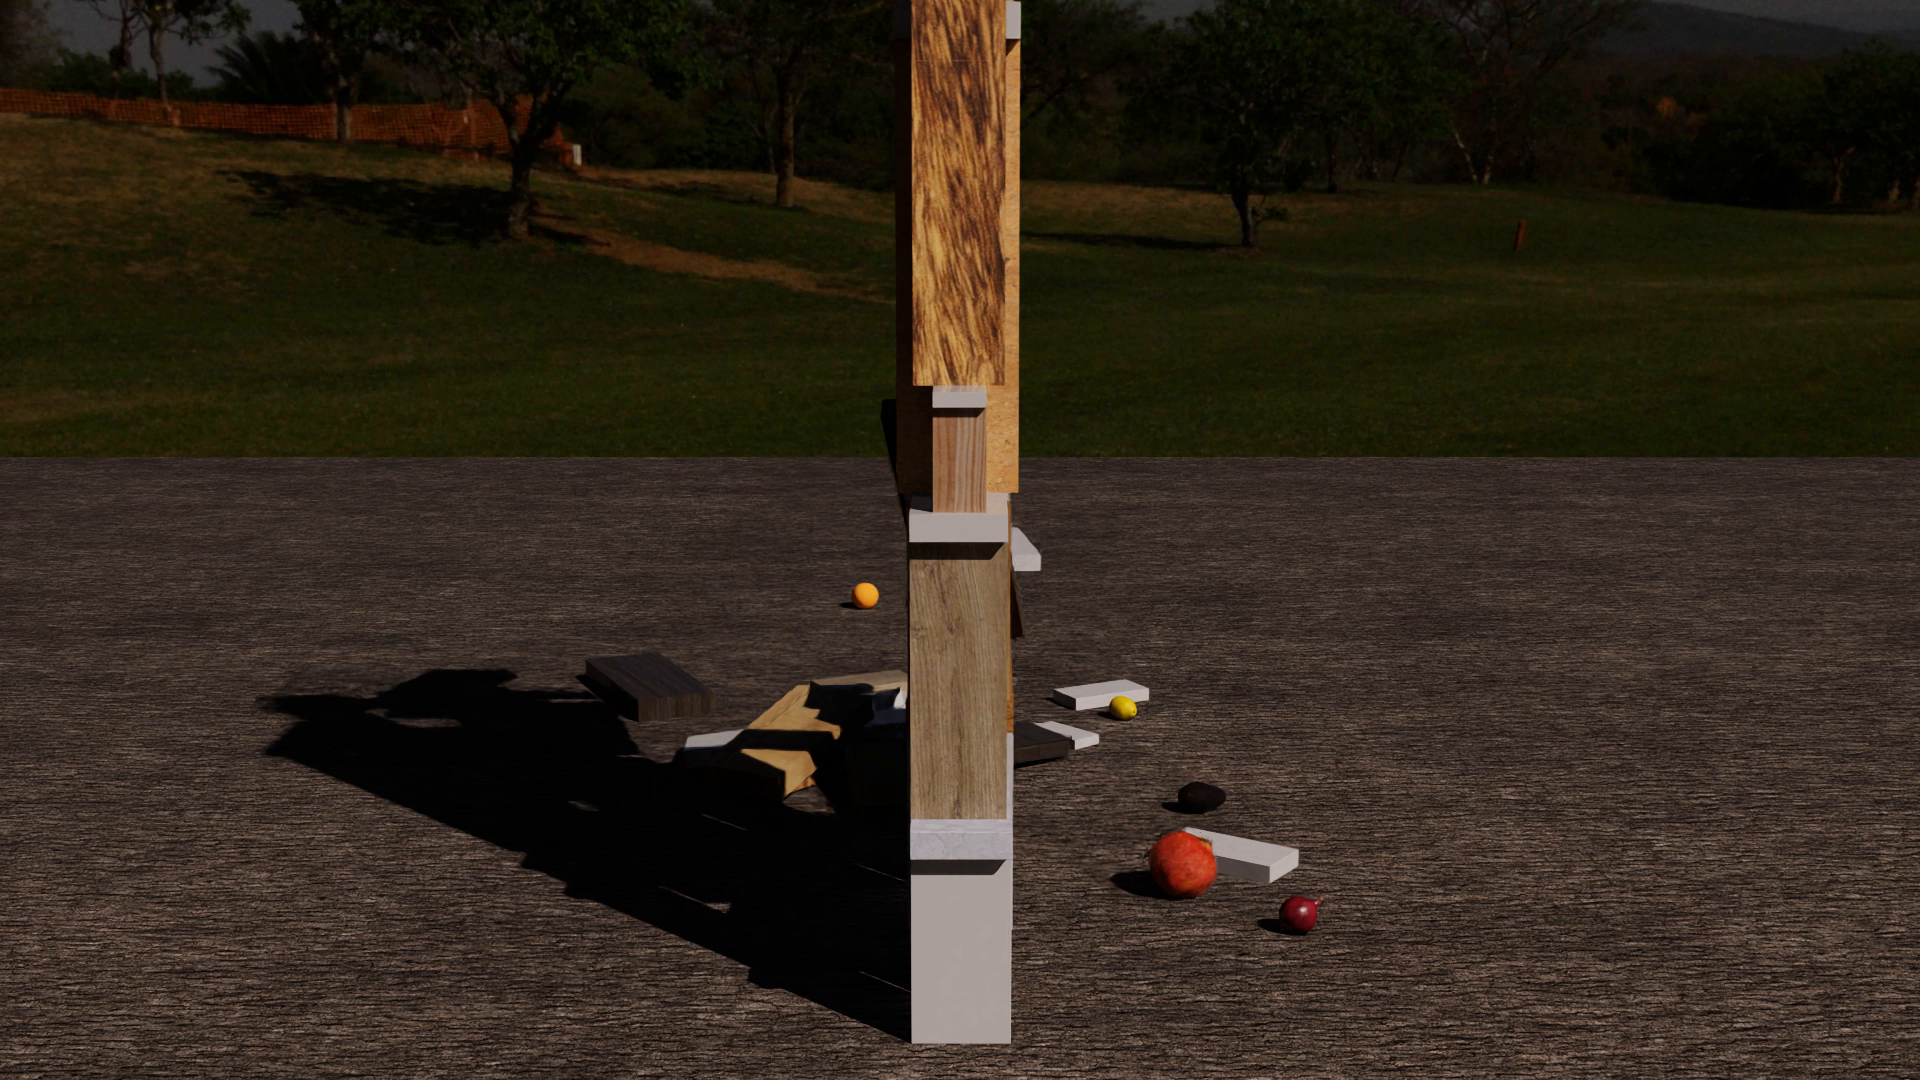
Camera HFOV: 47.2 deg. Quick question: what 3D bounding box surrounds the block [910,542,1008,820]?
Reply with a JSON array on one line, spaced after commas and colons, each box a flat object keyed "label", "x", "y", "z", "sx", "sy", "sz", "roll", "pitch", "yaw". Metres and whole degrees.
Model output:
[{"label": "block", "x": -0.002, "y": 0.189, "z": 3.018, "sx": 0.132, "sy": 0.394, "sz": 0.037, "roll": 0, "pitch": 11, "yaw": 0}]

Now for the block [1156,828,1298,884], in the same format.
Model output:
[{"label": "block", "x": 0.464, "y": 0.546, "z": 3.819, "sx": 0.219, "sy": 0.031, "sz": 0.109, "roll": 7, "pitch": 13, "yaw": 34}]

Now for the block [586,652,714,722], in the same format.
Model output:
[{"label": "block", "x": -0.701, "y": 0.328, "z": 4.947, "sx": 0.172, "sy": 0.049, "sz": 0.413, "roll": -5, "pitch": 12, "yaw": -25}]

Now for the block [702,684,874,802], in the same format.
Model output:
[{"label": "block", "x": -0.332, "y": 0.392, "z": 4.299, "sx": 0.172, "sy": 0.049, "sz": 0.345, "roll": 7, "pitch": 26, "yaw": 28}]

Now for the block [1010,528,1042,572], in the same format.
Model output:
[{"label": "block", "x": 0.084, "y": 0.019, "z": 4.417, "sx": 0.114, "sy": 0.032, "sz": 0.228, "roll": -1, "pitch": 14, "yaw": -10}]

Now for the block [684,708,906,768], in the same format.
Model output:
[{"label": "block", "x": -0.317, "y": 0.398, "z": 4.433, "sx": 0.469, "sy": 0.037, "sz": 0.130, "roll": -7, "pitch": 8, "yaw": -2}]

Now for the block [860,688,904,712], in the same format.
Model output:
[{"label": "block", "x": -0.260, "y": 0.363, "z": 4.700, "sx": 0.131, "sy": 0.037, "sz": 0.261, "roll": -11, "pitch": 0, "yaw": 44}]

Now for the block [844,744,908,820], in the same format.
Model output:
[{"label": "block", "x": -0.154, "y": 0.455, "z": 4.165, "sx": 0.109, "sy": 0.031, "sz": 0.219, "roll": -2, "pitch": 25, "yaw": -8}]

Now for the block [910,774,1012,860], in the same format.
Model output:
[{"label": "block", "x": 0.002, "y": 0.390, "z": 3.121, "sx": 0.139, "sy": 0.039, "sz": 0.277, "roll": 0, "pitch": 11, "yaw": 0}]

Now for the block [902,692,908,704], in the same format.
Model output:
[{"label": "block", "x": -0.122, "y": 0.361, "z": 4.852, "sx": 0.066, "sy": 0.019, "sz": 0.131, "roll": -5, "pitch": 12, "yaw": -27}]

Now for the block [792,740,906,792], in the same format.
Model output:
[{"label": "block", "x": -0.165, "y": 0.414, "z": 4.456, "sx": 0.096, "sy": 0.027, "sz": 0.636, "roll": 10, "pitch": 17, "yaw": 42}]

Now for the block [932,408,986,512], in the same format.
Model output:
[{"label": "block", "x": 0.000, "y": -0.109, "z": 2.945, "sx": 0.072, "sy": 0.143, "sz": 0.020, "roll": 0, "pitch": 11, "yaw": 0}]

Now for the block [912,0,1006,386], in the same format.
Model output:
[{"label": "block", "x": -0.002, "y": -0.586, "z": 2.929, "sx": 0.125, "sy": 0.760, "sz": 0.035, "roll": 0, "pitch": 11, "yaw": -1}]

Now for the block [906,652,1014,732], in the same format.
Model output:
[{"label": "block", "x": 0.002, "y": 0.245, "z": 3.569, "sx": 0.167, "sy": 0.047, "sz": 0.334, "roll": 0, "pitch": 11, "yaw": 1}]

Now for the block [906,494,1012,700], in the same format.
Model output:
[{"label": "block", "x": -0.001, "y": 0.088, "z": 3.409, "sx": 0.159, "sy": 0.319, "sz": 0.045, "roll": 0, "pitch": 11, "yaw": 1}]

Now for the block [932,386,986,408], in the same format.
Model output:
[{"label": "block", "x": 0.000, "y": -0.198, "z": 2.977, "sx": 0.072, "sy": 0.020, "sz": 0.143, "roll": 0, "pitch": 11, "yaw": 0}]

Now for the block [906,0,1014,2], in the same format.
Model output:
[{"label": "block", "x": -0.001, "y": -0.948, "z": 3.123, "sx": 0.154, "sy": 0.372, "sz": 0.044, "roll": 0, "pitch": 10, "yaw": 0}]

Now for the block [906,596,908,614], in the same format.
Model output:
[{"label": "block", "x": -0.028, "y": 0.080, "z": 4.211, "sx": 0.114, "sy": 0.032, "sz": 0.228, "roll": 2, "pitch": 25, "yaw": 8}]

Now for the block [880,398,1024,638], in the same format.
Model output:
[{"label": "block", "x": -0.008, "y": -0.029, "z": 3.777, "sx": 0.164, "sy": 0.522, "sz": 0.047, "roll": -6, "pitch": 40, "yaw": 6}]

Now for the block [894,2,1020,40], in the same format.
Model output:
[{"label": "block", "x": -0.003, "y": -0.733, "z": 3.123, "sx": 0.171, "sy": 0.049, "sz": 0.343, "roll": 0, "pitch": 12, "yaw": 0}]

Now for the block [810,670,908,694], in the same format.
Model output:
[{"label": "block", "x": -0.215, "y": 0.332, "z": 4.975, "sx": 0.219, "sy": 0.031, "sz": 0.109, "roll": -5, "pitch": 12, "yaw": -26}]

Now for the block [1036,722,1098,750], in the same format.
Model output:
[{"label": "block", "x": 0.215, "y": 0.408, "z": 4.595, "sx": 0.071, "sy": 0.020, "sz": 0.141, "roll": -9, "pitch": 14, "yaw": -41}]

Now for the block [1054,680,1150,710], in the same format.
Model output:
[{"label": "block", "x": 0.315, "y": 0.345, "z": 4.911, "sx": 0.192, "sy": 0.027, "sz": 0.096, "roll": -6, "pitch": 12, "yaw": -28}]

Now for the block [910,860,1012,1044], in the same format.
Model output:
[{"label": "block", "x": 0.002, "y": 0.562, "z": 3.059, "sx": 0.139, "sy": 0.277, "sz": 0.039, "roll": 0, "pitch": 11, "yaw": 0}]

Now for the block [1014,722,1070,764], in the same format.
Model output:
[{"label": "block", "x": 0.079, "y": 0.412, "z": 4.417, "sx": 0.261, "sy": 0.037, "sz": 0.131, "roll": -4, "pitch": 14, "yaw": -40}]

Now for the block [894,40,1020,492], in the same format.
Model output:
[{"label": "block", "x": -0.003, "y": -0.379, "z": 3.076, "sx": 0.171, "sy": 0.625, "sz": 0.049, "roll": 0, "pitch": 11, "yaw": 0}]

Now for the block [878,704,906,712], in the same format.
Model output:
[{"label": "block", "x": -0.181, "y": 0.384, "z": 4.618, "sx": 0.096, "sy": 0.027, "sz": 0.192, "roll": -18, "pitch": 0, "yaw": 31}]

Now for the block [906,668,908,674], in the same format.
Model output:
[{"label": "block", "x": -0.078, "y": 0.319, "z": 5.079, "sx": 0.066, "sy": 0.019, "sz": 0.131, "roll": -2, "pitch": 11, "yaw": -12}]

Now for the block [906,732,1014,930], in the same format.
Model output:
[{"label": "block", "x": 0.000, "y": 0.452, "z": 3.496, "sx": 0.167, "sy": 0.334, "sz": 0.047, "roll": 0, "pitch": 11, "yaw": 0}]

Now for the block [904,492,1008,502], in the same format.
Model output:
[{"label": "block", "x": -0.006, "y": -0.110, "z": 3.479, "sx": 0.159, "sy": 0.045, "sz": 0.319, "roll": 0, "pitch": 11, "yaw": 0}]

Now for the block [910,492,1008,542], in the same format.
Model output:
[{"label": "block", "x": -0.001, "y": -0.040, "z": 3.066, "sx": 0.132, "sy": 0.037, "sz": 0.265, "roll": 0, "pitch": 11, "yaw": 0}]
